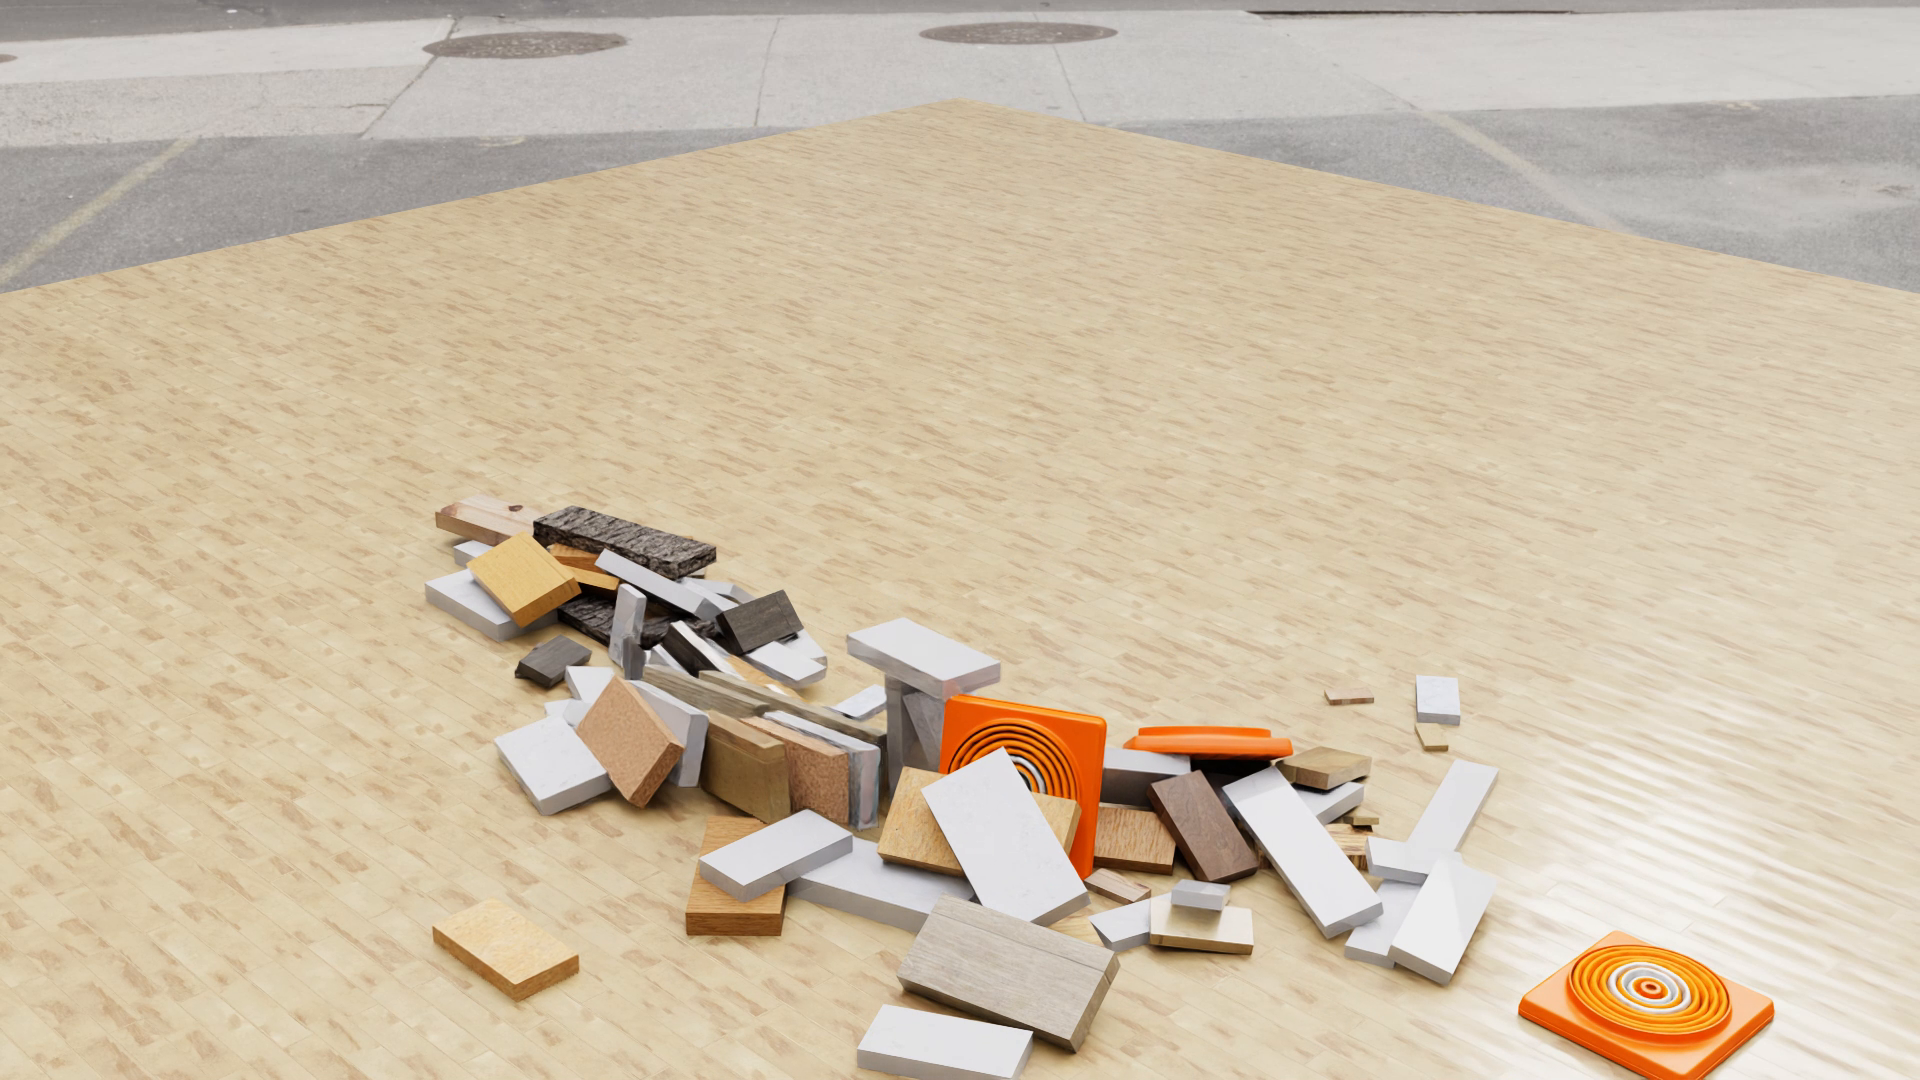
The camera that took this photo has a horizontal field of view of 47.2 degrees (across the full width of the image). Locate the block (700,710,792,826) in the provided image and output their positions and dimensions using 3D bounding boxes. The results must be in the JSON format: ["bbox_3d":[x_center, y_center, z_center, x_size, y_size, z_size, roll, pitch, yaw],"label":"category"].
[{"bbox_3d":[-0.440,0.453,4.415,0.045,0.158,0.317,-12,15,-31],"label":"block"}]

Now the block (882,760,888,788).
[{"bbox_3d":[-0.207,0.459,4.542,0.150,0.075,0.021,8,12,39],"label":"block"}]

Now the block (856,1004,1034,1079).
[{"bbox_3d":[-0.024,0.856,3.695,0.267,0.038,0.134,7,24,16],"label":"block"}]

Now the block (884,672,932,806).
[{"bbox_3d":[-0.081,0.386,4.468,0.042,0.299,0.149,17,29,38],"label":"block"}]

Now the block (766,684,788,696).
[{"bbox_3d":[-0.371,0.372,4.728,0.131,0.066,0.019,33,27,18],"label":"block"}]

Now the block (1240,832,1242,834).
[{"bbox_3d":[0.513,0.606,4.310,0.058,0.017,0.117,6,24,17],"label":"block"}]

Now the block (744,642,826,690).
[{"bbox_3d":[-0.394,0.283,4.962,0.177,0.025,0.089,23,33,38],"label":"block"}]

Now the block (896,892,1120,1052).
[{"bbox_3d":[0.082,0.749,3.826,0.352,0.050,0.176,14,57,30],"label":"block"}]

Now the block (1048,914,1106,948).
[{"bbox_3d":[0.134,0.738,3.979,0.234,0.033,0.117,-6,24,-14],"label":"block"}]

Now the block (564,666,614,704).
[{"bbox_3d":[-0.806,0.339,4.896,0.105,0.030,0.210,4,20,-24],"label":"block"}]

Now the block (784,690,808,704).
[{"bbox_3d":[-0.343,0.382,4.771,0.131,0.019,0.066,38,40,21],"label":"block"}]

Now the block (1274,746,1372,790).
[{"bbox_3d":[0.748,0.468,4.526,0.117,0.033,0.234,10,9,31],"label":"block"}]

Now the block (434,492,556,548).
[{"bbox_3d":[-1.183,-0.041,5.681,0.326,0.046,0.163,16,28,33],"label":"block"}]

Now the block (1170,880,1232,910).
[{"bbox_3d":[0.447,0.657,4.076,0.093,0.026,0.186,6,-2,12],"label":"block"}]

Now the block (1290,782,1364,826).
[{"bbox_3d":[0.704,0.528,4.417,0.121,0.034,0.242,11,17,34],"label":"block"}]

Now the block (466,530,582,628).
[{"bbox_3d":[-1.053,0.091,5.296,0.166,0.047,0.332,-32,34,-18],"label":"block"}]

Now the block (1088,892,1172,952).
[{"bbox_3d":[0.337,0.707,4.061,0.186,0.026,0.093,-11,26,-25],"label":"block"}]

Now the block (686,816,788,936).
[{"bbox_3d":[-0.413,0.638,4.195,0.174,0.049,0.347,0,23,1],"label":"block"}]

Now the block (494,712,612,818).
[{"bbox_3d":[-0.850,0.465,4.577,0.149,0.042,0.298,-22,30,-21],"label":"block"}]

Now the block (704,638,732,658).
[{"bbox_3d":[-0.555,0.298,4.959,0.118,0.034,0.237,-21,42,-40],"label":"block"}]

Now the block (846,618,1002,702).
[{"bbox_3d":[-0.075,0.234,4.375,0.149,0.042,0.299,-15,26,-39],"label":"block"}]

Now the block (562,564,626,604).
[{"bbox_3d":[-0.896,0.110,5.363,0.228,0.032,0.114,12,-19,29],"label":"block"}]

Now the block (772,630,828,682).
[{"bbox_3d":[-0.427,0.243,5.135,0.143,0.040,0.285,-10,25,-22],"label":"block"}]

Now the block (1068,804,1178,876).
[{"bbox_3d":[0.302,0.582,4.290,0.242,0.034,0.121,5,46,12],"label":"block"}]

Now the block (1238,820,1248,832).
[{"bbox_3d":[0.614,0.557,4.426,0.058,0.017,0.117,16,28,33],"label":"block"}]

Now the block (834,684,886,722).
[{"bbox_3d":[-0.208,0.365,4.874,0.074,0.021,0.148,17,28,34],"label":"block"}]

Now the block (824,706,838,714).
[{"bbox_3d":[-0.265,0.409,4.730,0.131,0.019,0.066,35,39,30],"label":"block"}]

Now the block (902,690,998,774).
[{"bbox_3d":[0.004,0.423,4.406,0.149,0.299,0.042,-24,3,-44],"label":"block"}]

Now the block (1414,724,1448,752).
[{"bbox_3d":[1.016,0.425,4.741,0.050,0.014,0.101,-1,23,-2],"label":"block"}]

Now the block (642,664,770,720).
[{"bbox_3d":[-0.551,0.382,4.649,0.319,0.159,0.045,16,10,33],"label":"block"}]

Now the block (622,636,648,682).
[{"bbox_3d":[-0.713,0.280,4.836,0.019,0.067,0.133,-26,41,14],"label":"block"}]

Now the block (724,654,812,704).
[{"bbox_3d":[-0.457,0.341,4.847,0.237,0.034,0.118,29,36,28],"label":"block"}]

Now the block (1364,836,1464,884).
[{"bbox_3d":[0.867,0.616,4.185,0.183,0.026,0.091,10,28,-2],"label":"block"}]

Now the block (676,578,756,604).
[{"bbox_3d":[-0.584,0.131,5.286,0.207,0.029,0.104,6,-22,43],"label":"block"}]

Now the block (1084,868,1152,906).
[{"bbox_3d":[0.299,0.662,4.180,0.117,0.017,0.058,18,29,36],"label":"block"}]

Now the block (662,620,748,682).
[{"bbox_3d":[-0.562,0.296,4.805,0.237,0.118,0.034,40,33,24],"label":"block"}]

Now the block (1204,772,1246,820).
[{"bbox_3d":[0.494,0.539,4.422,0.121,0.034,0.242,4,21,33],"label":"block"}]
